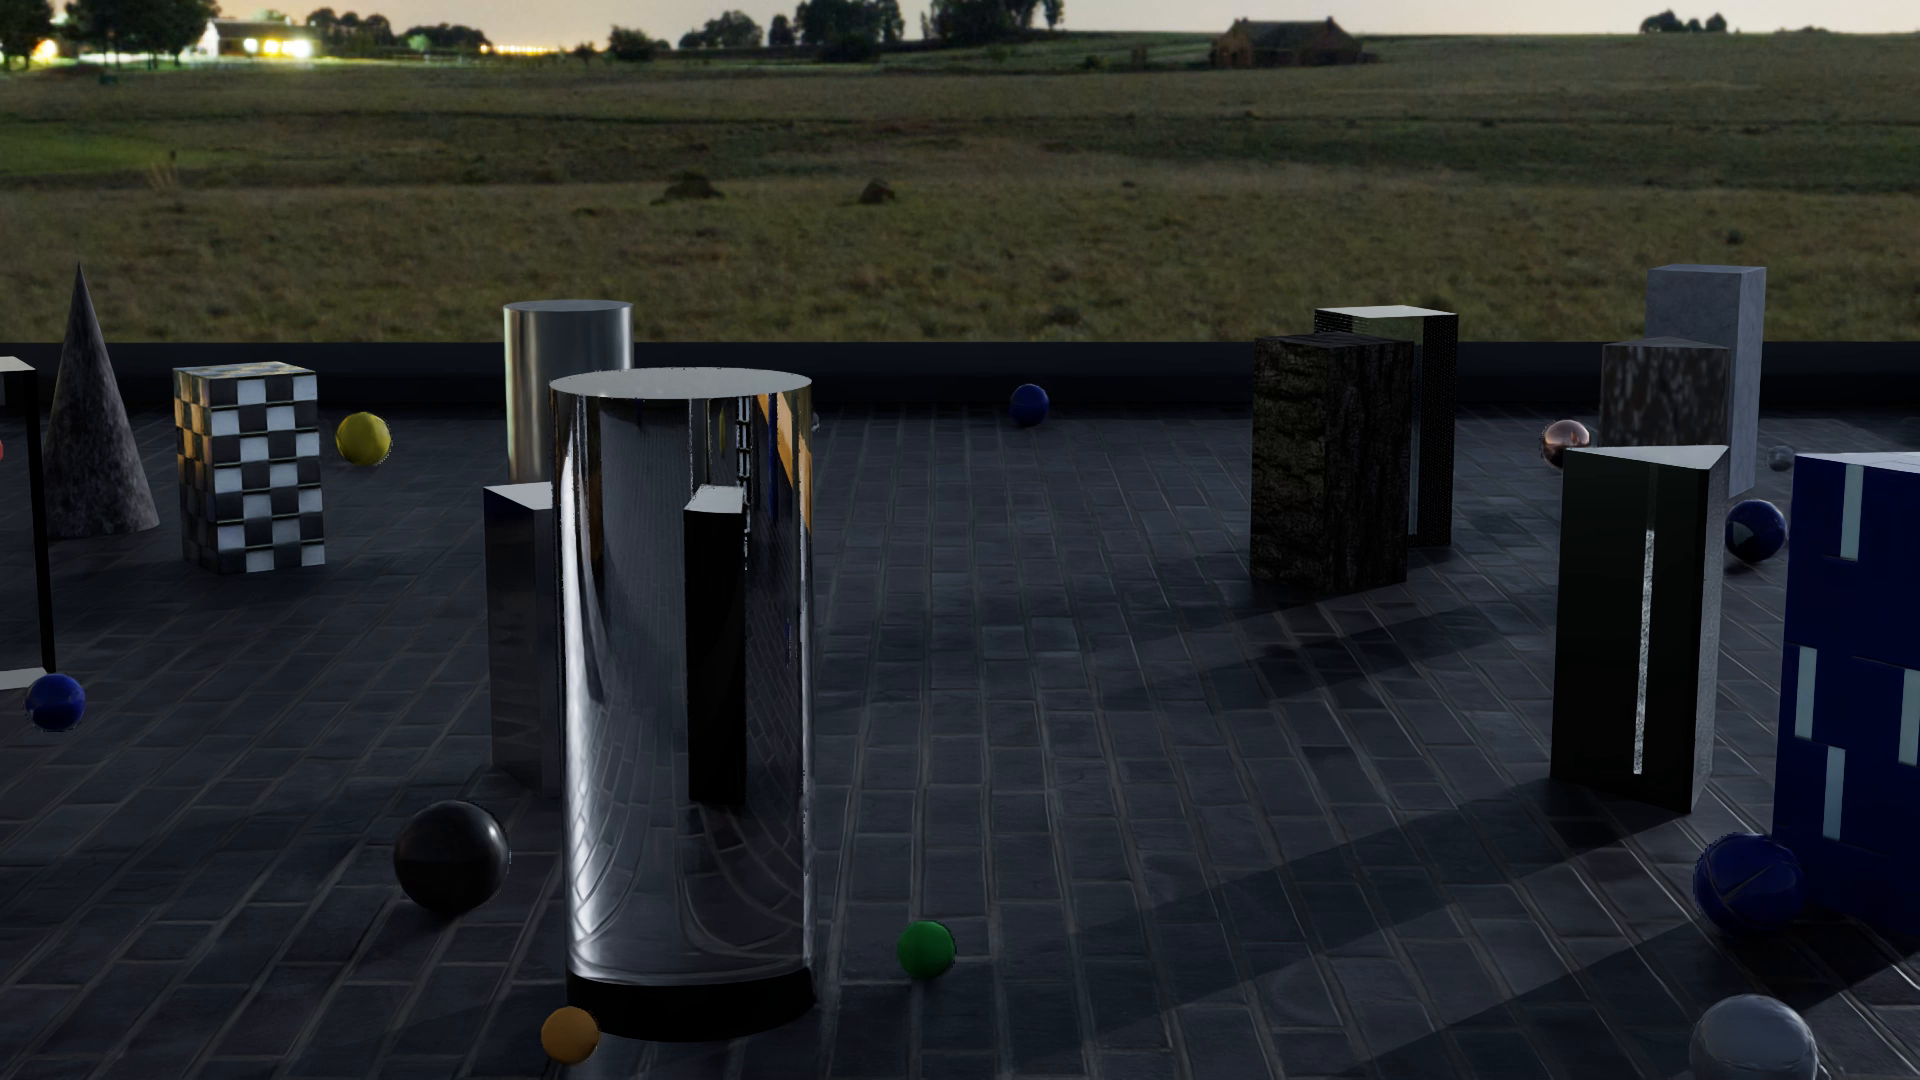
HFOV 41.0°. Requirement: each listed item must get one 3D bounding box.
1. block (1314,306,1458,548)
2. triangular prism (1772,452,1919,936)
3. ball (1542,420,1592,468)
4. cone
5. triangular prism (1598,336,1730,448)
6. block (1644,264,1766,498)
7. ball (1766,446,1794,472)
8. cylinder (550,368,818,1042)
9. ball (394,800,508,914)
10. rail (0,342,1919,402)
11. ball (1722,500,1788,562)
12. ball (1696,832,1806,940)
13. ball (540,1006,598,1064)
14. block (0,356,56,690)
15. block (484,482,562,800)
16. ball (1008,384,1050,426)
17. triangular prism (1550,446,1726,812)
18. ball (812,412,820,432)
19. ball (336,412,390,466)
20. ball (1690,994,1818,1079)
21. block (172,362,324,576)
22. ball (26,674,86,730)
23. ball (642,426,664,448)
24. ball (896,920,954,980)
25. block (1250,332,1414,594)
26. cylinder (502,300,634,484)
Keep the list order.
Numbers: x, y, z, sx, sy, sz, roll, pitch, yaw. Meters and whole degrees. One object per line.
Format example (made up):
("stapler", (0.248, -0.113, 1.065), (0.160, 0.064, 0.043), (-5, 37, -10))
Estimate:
("block", (0.652, -0.175, 3.960), (0.159, 0.355, 0.159), (-4, 11, -22))
("triangular prism", (0.835, 0.124, 2.237), (0.149, 0.393, 0.172), (-7, 13, -35))
("ball", (1.109, -0.175, 4.689), (0.089, 0.089, 0.089), (0, 10, 0))
("cone", (-1.386, -0.232, 4.073), (0.198, 0.425, 0.198), (0, 10, 0))
("triangular prism", (1.017, -0.121, 3.721), (0.172, 0.335, 0.149), (3, 11, 16))
("block", (1.283, -0.278, 4.438), (0.159, 0.383, 0.159), (7, 12, 32))
("ball", (1.488, -0.147, 4.648), (0.049, 0.049, 0.049), (0, 10, 0))
("cylinder", (-0.212, 0.121, 1.990), (0.198, 0.489, 0.198), (0, 10, 0))
("ball", (-0.442, 0.275, 2.229), (0.098, 0.098, 0.098), (0, 10, 0))
("rail", (-0.013, -0.364, 5.596), (4.308, 0.129, 0.045), (0, 10, 0))
("ball", (1.179, -0.014, 3.808), (0.093, 0.093, 0.093), (0, 10, 0))
("ball", (0.667, 0.292, 2.165), (0.089, 0.089, 0.089), (0, 10, 0))
("ball", (-0.288, 0.366, 1.895), (0.042, 0.042, 0.042), (0, 10, 0))
("block", (-1.185, -0.019, 3.058), (0.159, 0.376, 0.159), (-6, 12, -28))
("block", (-0.388, 0.096, 2.658), (0.159, 0.295, 0.159), (-6, 12, -28))
("ball", (0.142, -0.277, 5.254), (0.084, 0.084, 0.084), (0, 10, 0))
("triangular prism", (0.724, 0.080, 2.611), (0.149, 0.343, 0.172), (-8, 13, -36))
("ball", (-0.303, -0.237, 5.147), (0.044, 0.044, 0.044), (0, 10, 0))
("ball", (-1.098, -0.186, 4.720), (0.099, 0.099, 0.099), (0, 10, 0))
("ball", (0.556, 0.362, 1.796), (0.086, 0.086, 0.086), (0, 10, 0))
("block", (-1.051, -0.109, 3.791), (0.159, 0.286, 0.159), (-7, 13, -35))
("ball", (-1.002, 0.180, 2.843), (0.064, 0.064, 0.064), (0, 10, 0))
("ball", (-0.591, -0.197, 4.937), (0.042, 0.042, 0.042), (0, 10, 0))
("ball", (-0.028, 0.331, 2.071), (0.046, 0.046, 0.046), (0, 10, 0))
("block", (0.529, -0.114, 3.658), (0.159, 0.344, 0.159), (-7, 12, -32))
("cylinder", (-0.599, -0.180, 3.956), (0.198, 0.365, 0.198), (0, 10, 0))
